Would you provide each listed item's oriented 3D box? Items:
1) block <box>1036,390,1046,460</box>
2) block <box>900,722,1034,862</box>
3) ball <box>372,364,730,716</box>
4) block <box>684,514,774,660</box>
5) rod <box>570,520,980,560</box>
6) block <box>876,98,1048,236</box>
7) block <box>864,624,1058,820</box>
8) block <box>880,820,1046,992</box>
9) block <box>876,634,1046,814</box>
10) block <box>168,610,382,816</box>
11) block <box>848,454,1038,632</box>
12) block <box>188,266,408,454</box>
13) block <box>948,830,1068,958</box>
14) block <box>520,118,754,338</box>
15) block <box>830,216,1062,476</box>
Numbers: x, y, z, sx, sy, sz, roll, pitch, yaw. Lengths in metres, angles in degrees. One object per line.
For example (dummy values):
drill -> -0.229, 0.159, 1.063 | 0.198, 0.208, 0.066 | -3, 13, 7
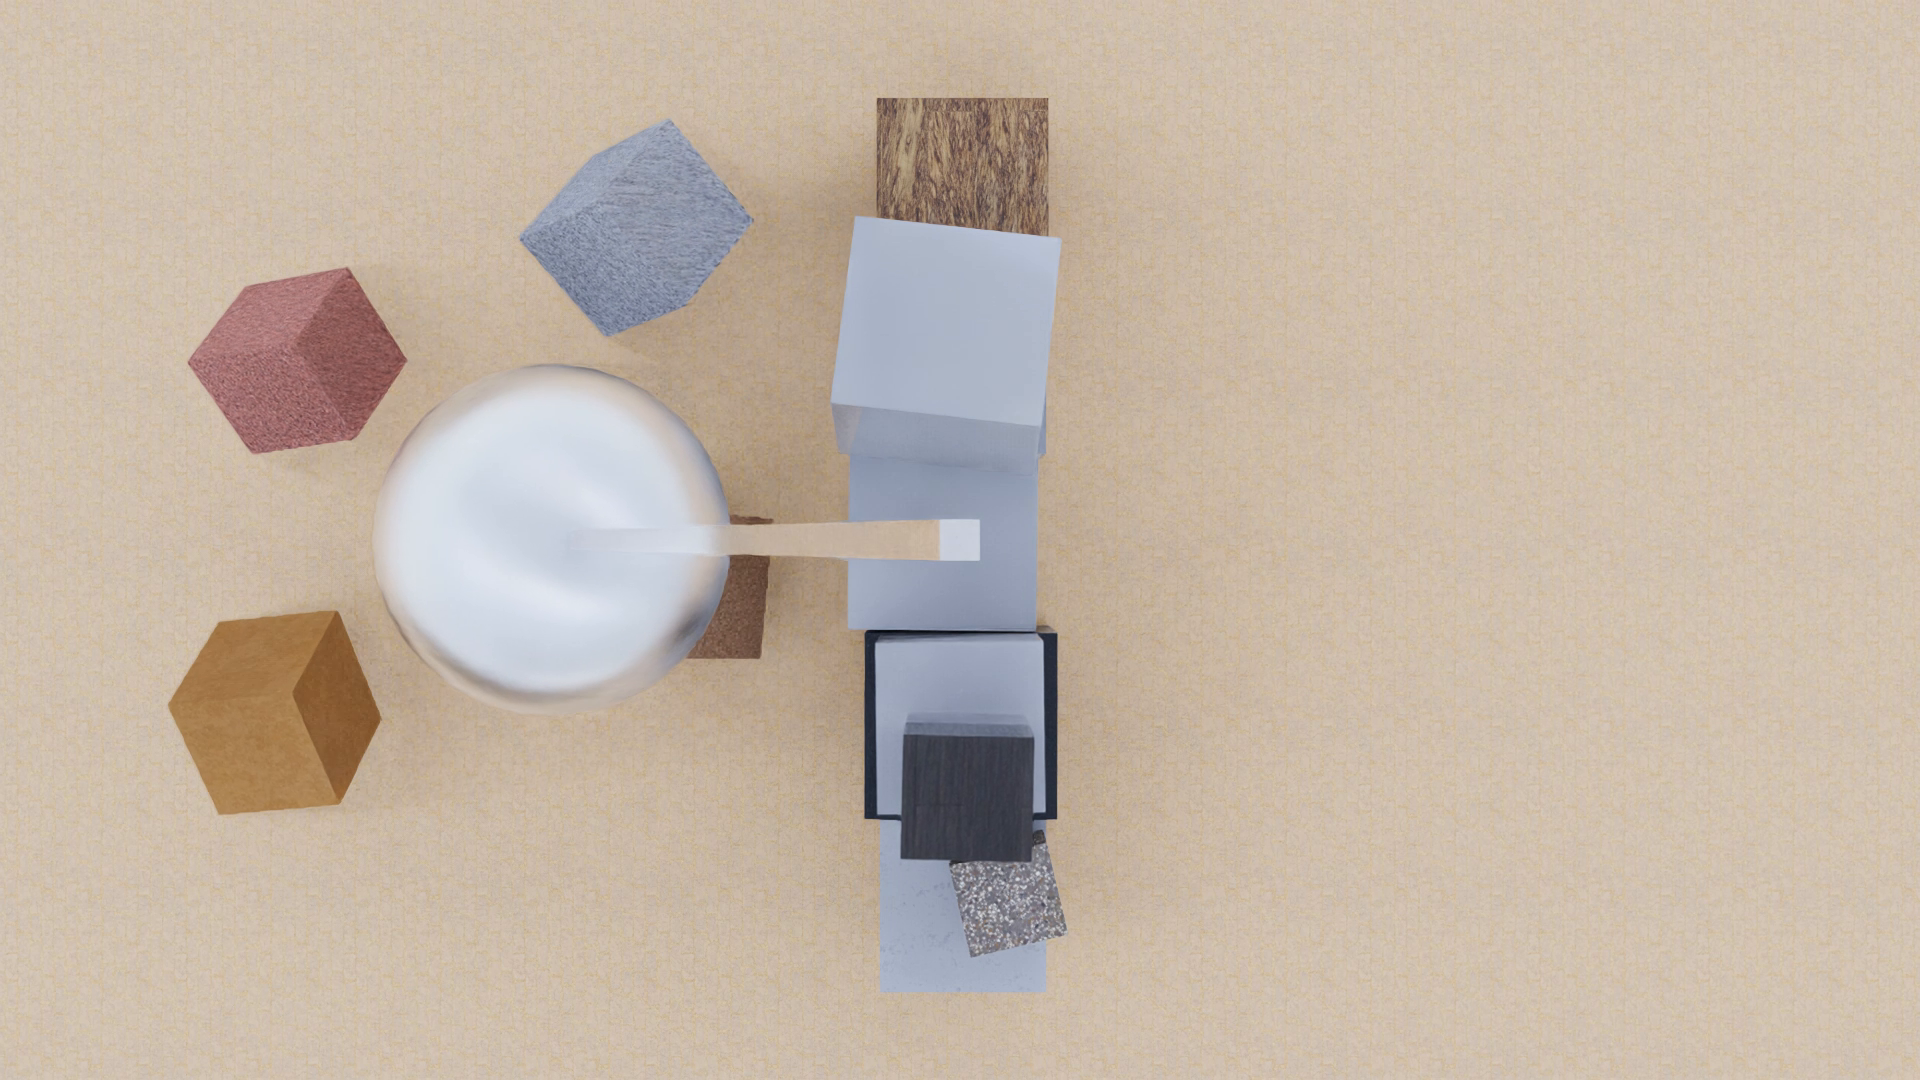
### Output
block -> 0.012, -0.999, 12.579 | 0.927, 0.843, 1.045 | 0, 90, 0
block -> 0.034, 1.220, 10.725 | 0.623, 0.652, 0.591 | 1, 90, 0
ball -> -1.840, 0.000, 9.976 | 1.600, 1.600, 1.600 | 0, 90, 0
block -> -1.597, 0.238, 12.485 | 0.650, 0.794, 0.806 | 6, 91, 33
rod -> -0.797, 0.000, 6.740 | 0.080, 5.200, 0.080 | 0, 90, -18
block -> 0.014, -1.990, 12.586 | 0.951, 0.829, 0.915 | 0, 90, 0
block -> 0.005, 1.002, 12.421 | 1.040, 1.159, 1.004 | 0, 90, 0
block -> 0.017, 1.983, 12.454 | 0.901, 1.091, 0.935 | 0, 90, 0
block -> -0.001, 0.942, 11.445 | 0.845, 0.793, 0.862 | -1, 90, 0
block -> -3.844, 0.970, 12.408 | 0.725, 0.773, 0.788 | -6, 123, 10
block -> -0.093, 0.013, 12.463 | 1.022, 1.074, 0.955 | 1, 90, 0
block -> -3.681, -0.996, 12.264 | 0.727, 0.697, 0.667 | -6, 130, 24
block -> 0.252, 1.865, 11.648 | 0.520, 0.520, 0.491 | -13, 90, 0
block -> -1.804, -1.736, 12.290 | 0.746, 0.760, 0.763 | 50, 52, -24
block -> -0.067, -1.005, 11.578 | 1.061, 0.929, 1.008 | 6, 77, 1
